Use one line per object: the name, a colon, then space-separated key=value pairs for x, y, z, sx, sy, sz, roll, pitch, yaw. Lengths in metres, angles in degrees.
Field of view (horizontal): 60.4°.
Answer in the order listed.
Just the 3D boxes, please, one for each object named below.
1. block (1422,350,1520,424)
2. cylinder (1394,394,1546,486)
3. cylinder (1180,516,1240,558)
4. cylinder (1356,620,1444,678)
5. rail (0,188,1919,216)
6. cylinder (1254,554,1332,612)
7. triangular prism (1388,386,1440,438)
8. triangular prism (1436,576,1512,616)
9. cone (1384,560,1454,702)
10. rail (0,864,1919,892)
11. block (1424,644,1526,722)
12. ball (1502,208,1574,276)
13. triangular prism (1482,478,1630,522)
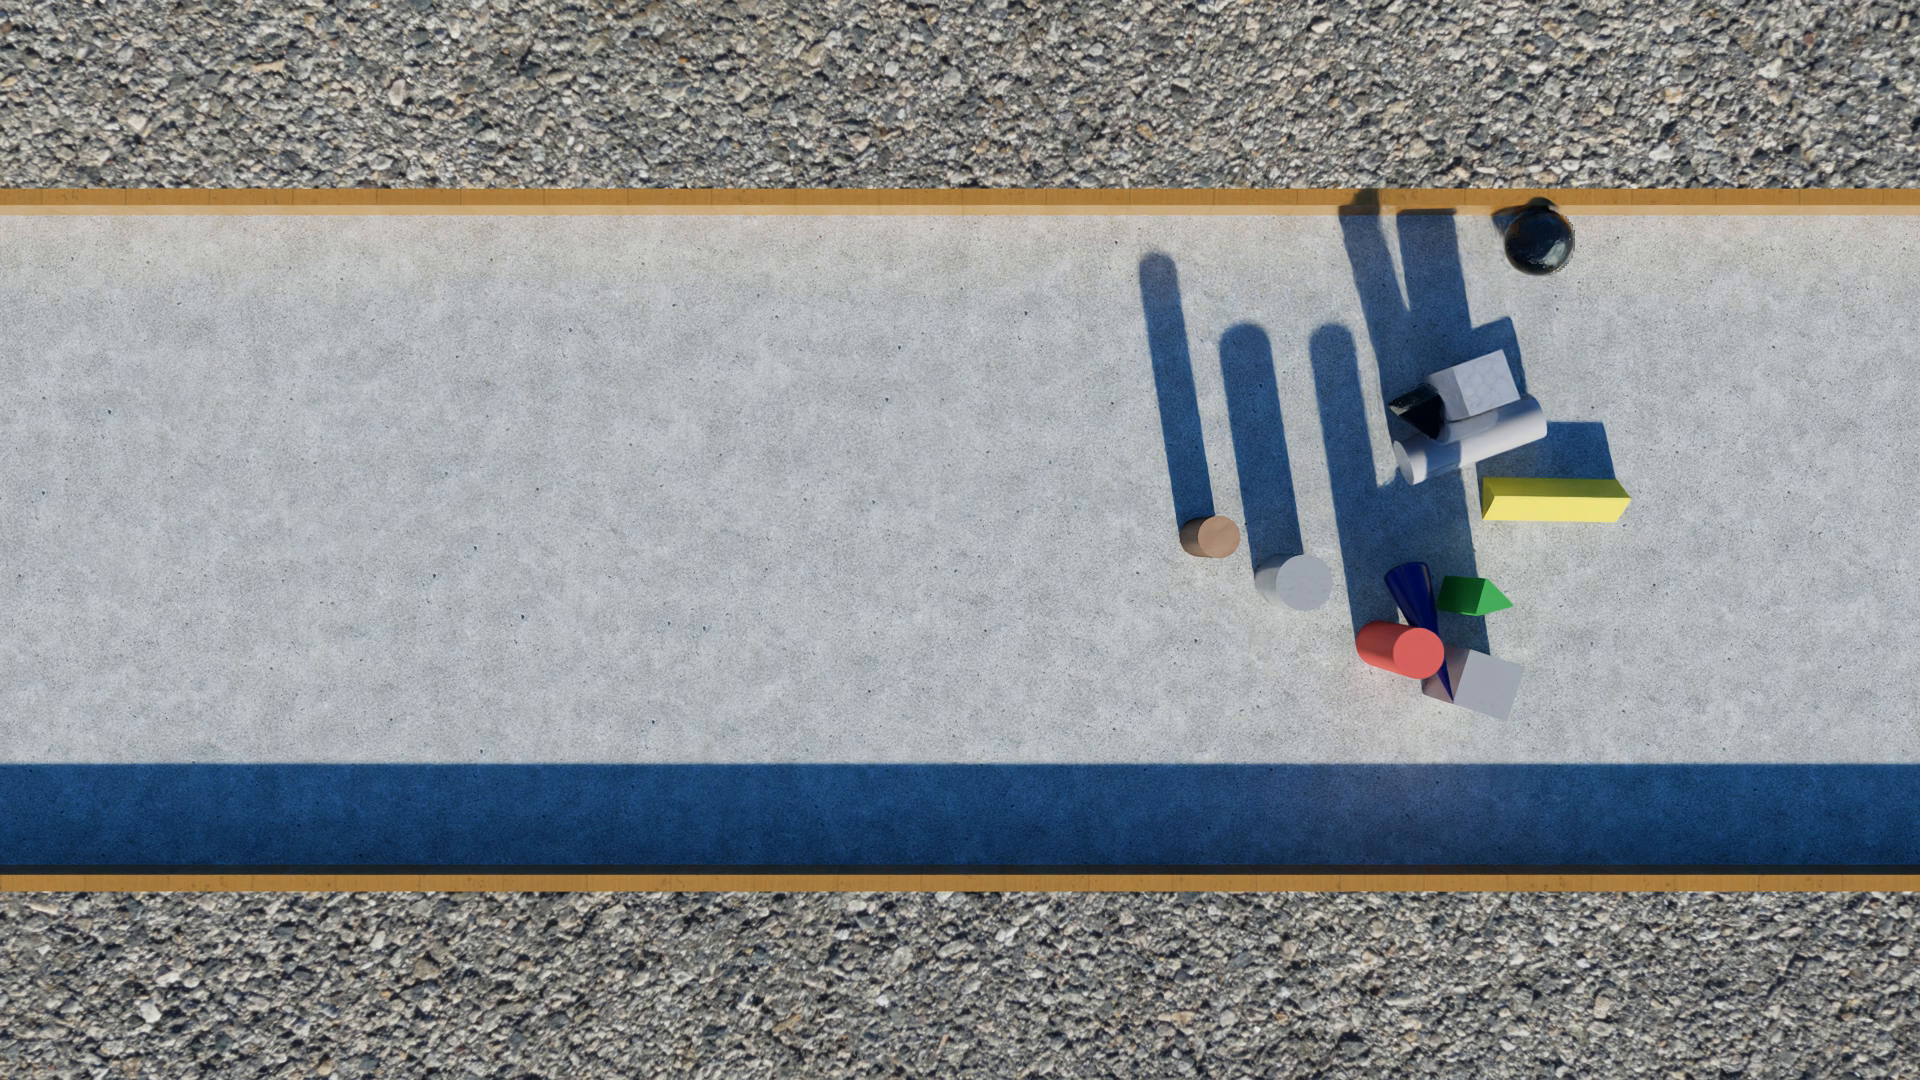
block: x=1.517 y=-0.454 z=4.915 sx=0.153 sy=0.323 sz=0.153 roll=-20 pitch=90 yaw=0
cylinder: x=1.546 y=-0.306 z=5.005 sx=0.425 sy=0.143 sz=0.143 roll=-20 pitch=90 yaw=0
cylinder: x=0.736 y=-0.009 z=4.880 sx=0.121 sy=0.393 sz=0.121 roll=0 pitch=90 yaw=0
cylinder: x=1.290 y=0.319 z=4.857 sx=0.144 sy=0.439 sz=0.144 roll=0 pitch=90 yaw=0
rail: x=-2.247 y=-1.025 z=5.002 sx=12.000 sy=0.150 sz=0.050 roll=0 pitch=90 yaw=0
cylinder: x=0.989 y=0.123 z=4.906 sx=0.164 sy=0.341 sz=0.164 roll=0 pitch=90 yaw=0
triangular prism: x=1.354 y=-0.394 z=4.836 sx=0.124 sy=0.459 sz=0.107 roll=33 pitch=103 yaw=4
triangular prism: x=1.507 y=0.155 z=4.879 sx=0.108 sy=0.395 sz=0.094 roll=-15 pitch=90 yaw=0
cone: x=1.392 y=0.288 z=4.892 sx=0.138 sy=0.138 sz=0.455 roll=-11 pitch=56 yaw=0
rail: x=-2.247 y=1.025 z=5.001 sx=12.000 sy=0.150 sz=0.050 roll=0 pitch=90 yaw=0
block: x=1.530 y=0.421 z=4.924 sx=0.168 sy=0.305 sz=0.168 roll=18 pitch=90 yaw=0
ball: x=1.743 y=-0.897 z=4.976 sx=0.202 sy=0.202 sz=0.202 roll=0 pitch=90 yaw=0
triangular prism: x=1.813 y=-0.125 z=5.018 sx=0.409 sy=0.112 sz=0.129 roll=1 pitch=90 yaw=0
